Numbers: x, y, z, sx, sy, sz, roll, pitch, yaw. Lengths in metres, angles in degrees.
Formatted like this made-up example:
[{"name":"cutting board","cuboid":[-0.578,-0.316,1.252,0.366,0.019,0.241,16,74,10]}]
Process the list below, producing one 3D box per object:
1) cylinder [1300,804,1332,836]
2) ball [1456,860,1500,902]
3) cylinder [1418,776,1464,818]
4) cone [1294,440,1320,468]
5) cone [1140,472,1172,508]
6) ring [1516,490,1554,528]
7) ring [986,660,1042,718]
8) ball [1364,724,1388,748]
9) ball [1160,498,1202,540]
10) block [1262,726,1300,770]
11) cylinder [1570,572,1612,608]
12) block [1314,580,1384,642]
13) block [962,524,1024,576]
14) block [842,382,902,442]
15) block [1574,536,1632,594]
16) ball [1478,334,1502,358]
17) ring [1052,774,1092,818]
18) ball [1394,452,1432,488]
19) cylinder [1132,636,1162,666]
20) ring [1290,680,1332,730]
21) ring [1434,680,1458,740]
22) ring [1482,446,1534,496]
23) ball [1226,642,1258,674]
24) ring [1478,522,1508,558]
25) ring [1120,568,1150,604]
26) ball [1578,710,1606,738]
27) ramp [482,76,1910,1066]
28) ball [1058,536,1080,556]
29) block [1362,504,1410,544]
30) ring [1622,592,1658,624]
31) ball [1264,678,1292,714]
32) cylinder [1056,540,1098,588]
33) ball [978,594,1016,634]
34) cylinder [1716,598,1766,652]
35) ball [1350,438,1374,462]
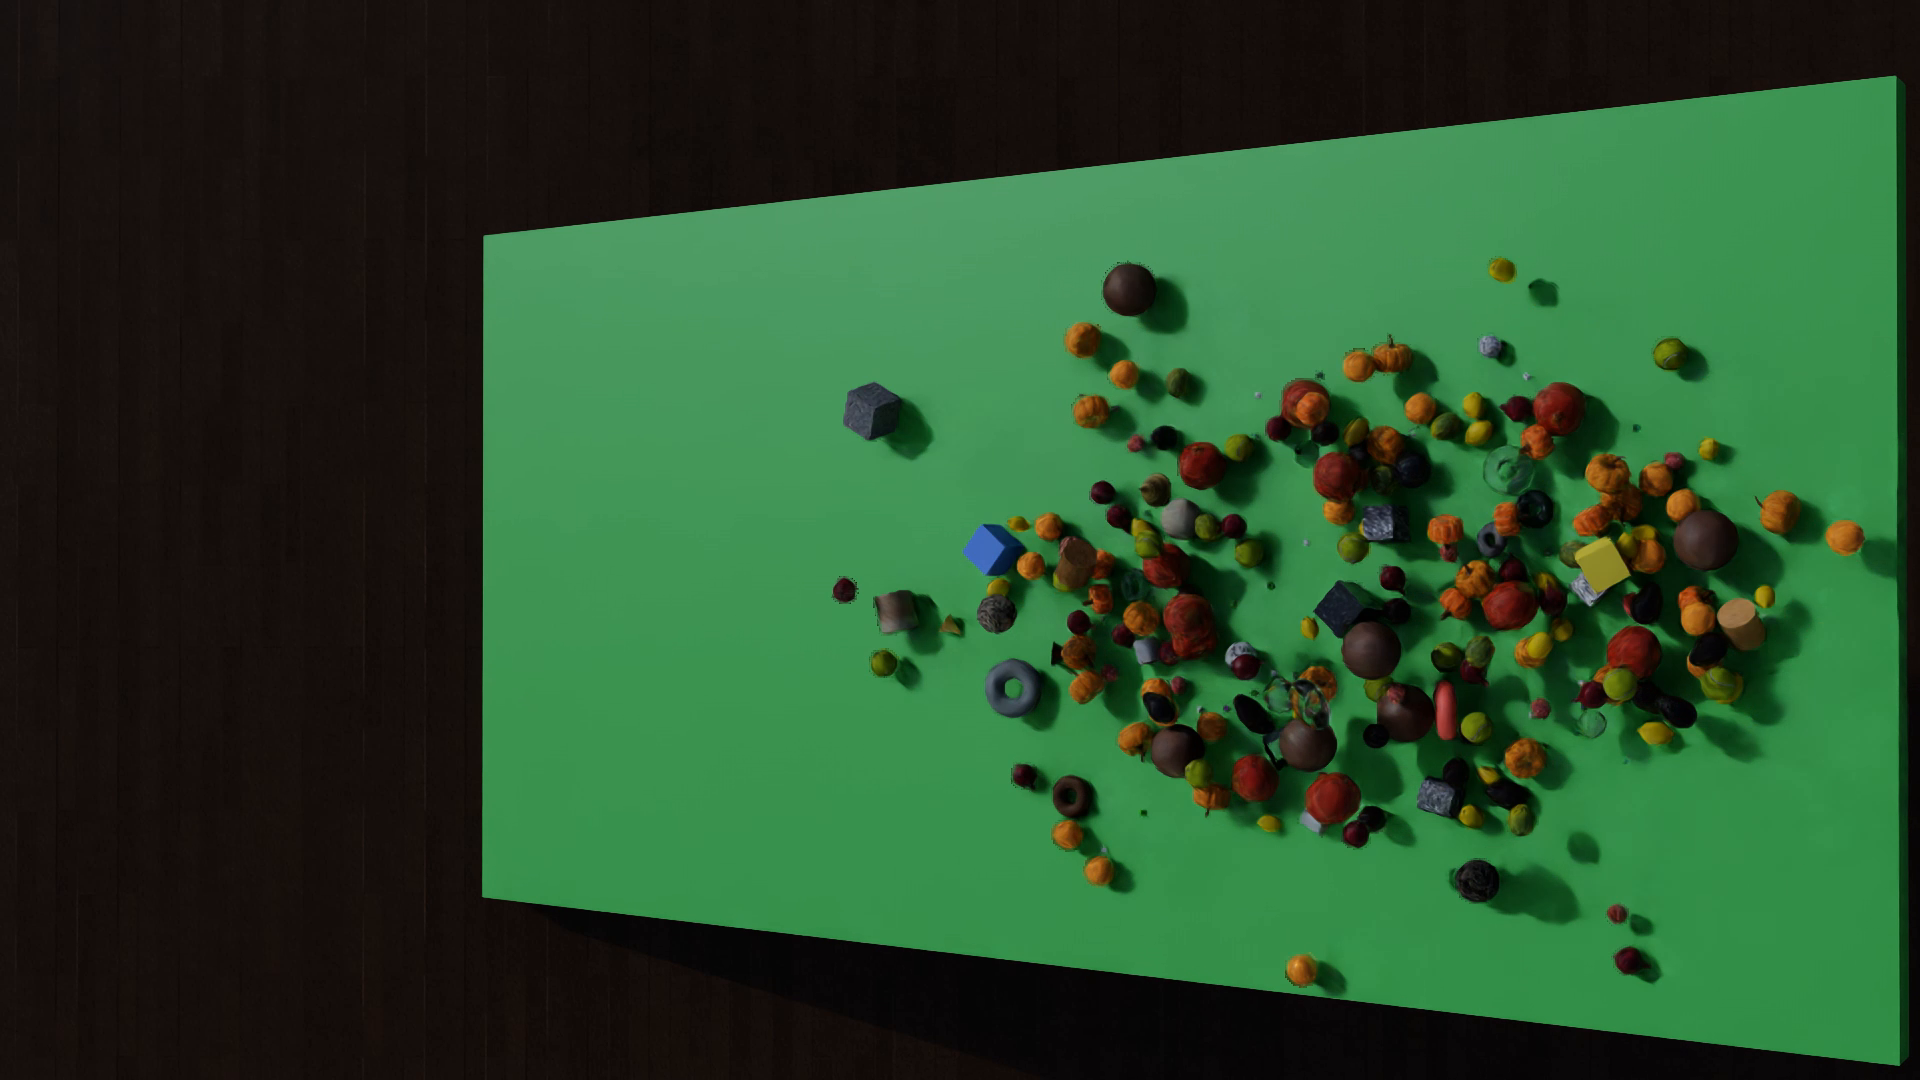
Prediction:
[{"name":"cylinder","cuboid":[0.827,0.649,5.109,0.053,0.053,0.053,31,90,31]},{"name":"ball","cuboid":[1.147,0.755,4.872,0.095,0.095,0.095,0,90,0]},{"name":"cylinder","cuboid":[1.078,0.577,4.930,0.078,0.078,0.078,14,89,33]},{"name":"cone","cuboid":[0.795,-0.203,5.131,0.066,0.066,0.066,0,89,33]},{"name":"cone","cuboid":[0.457,-0.123,5.342,0.085,0.085,0.085,0,89,33]},{"name":"ring","cuboid":[1.265,-0.067,4.842,0.086,0.029,0.086,-1,89,32]},{"name":"ring","cuboid":[0.135,0.374,5.537,0.149,0.050,0.149,0,91,14]},{"name":"ball","cuboid":[0.923,0.435,4.881,0.055,0.055,0.055,0,90,0]},{"name":"ball","cuboid":[0.532,-0.050,5.283,0.100,0.100,0.100,0,90,0]},{"name":"block","cuboid":[0.751,0.486,5.131,0.061,0.061,0.061,-26,50,-3]},{"name":"cylinder","cuboid":[1.361,0.102,4.749,0.062,0.062,0.062,-42,70,0]},{"name":"block","cuboid":[0.888,0.162,5.022,0.093,0.093,0.093,-54,55,21]},{"name":"block","cuboid":[0.084,0.025,5.583,0.092,0.092,0.092,44,112,26]},{"name":"block","cuboid":[-0.231,-0.338,5.772,0.100,0.100,0.100,33,129,30]},{"name":"block","cuboid":[1.352,0.050,4.631,0.081,0.081,0.081,-30,95,15]},{"name":"ball","cuboid":[1.179,-0.430,4.887,0.052,0.052,0.052,0,90,0]},{"name":"ring","cuboid":[0.279,0.639,5.484,0.108,0.036,0.108,0,90,32]},{"name":"ball","cuboid":[1.022,-0.159,4.969,0.084,0.084,0.084,0,90,0]},{"name":"cylinder","cuboid":[0.456,0.271,5.355,0.057,0.057,0.057,-14,80,0]},{"name":"ring","cuboid":[0.772,0.363,4.851,0.041,0.123,0.123,-27,90,-19]},{"name":"ring","cuboid":[1.078,0.378,4.879,0.045,0.135,0.135,-4,90,9]},{"name":"ring","cuboid":[1.208,-0.153,4.844,0.113,0.038,0.113,-2,84,19]},{"name":"ball","cuboid":[0.666,0.278,5.206,0.076,0.076,0.076,0,90,0]},{"name":"ring","cuboid":[1.182,0.000,4.884,0.026,0.078,0.078,5,89,-36]},{"name":"ring","cuboid":[0.430,0.113,5.388,0.088,0.029,0.088,-4,84,41]},{"name":"ball","cuboid":[1.349,0.392,4.694,0.060,0.060,0.060,0,90,0]},{"name":"ramp","cuboid":[0.254,0.070,5.586,4.000,0.100,2.000,0,89,33]},{"name":"ball","cuboid":[0.278,0.022,5.470,0.066,0.066,0.066,0,90,0]},{"name":"block","cuboid":[0.969,-0.036,4.998,0.077,0.077,0.077,-5,82,42]},{"name":"ring","cuboid":[1.447,0.146,4.678,0.083,0.083,0.028,31,125,0]},{"name":"ball","cuboid":[0.730,0.355,5.003,0.079,0.079,0.079,0,90,0]},{"name":"cylinder","cuboid":[0.284,0.058,5.353,0.084,0.084,0.084,7,53,-10]},{"name":"ball","cuboid":[0.089,0.178,5.321,0.095,0.095,0.095,0,90,0]},{"name":"cylinder","cuboid":[1.618,0.176,4.553,0.078,0.078,0.078,-37,126,0]},{"name":"ball","cuboid":[0.923,-0.207,5.053,0.055,0.055,0.055,0,90,0]}]
